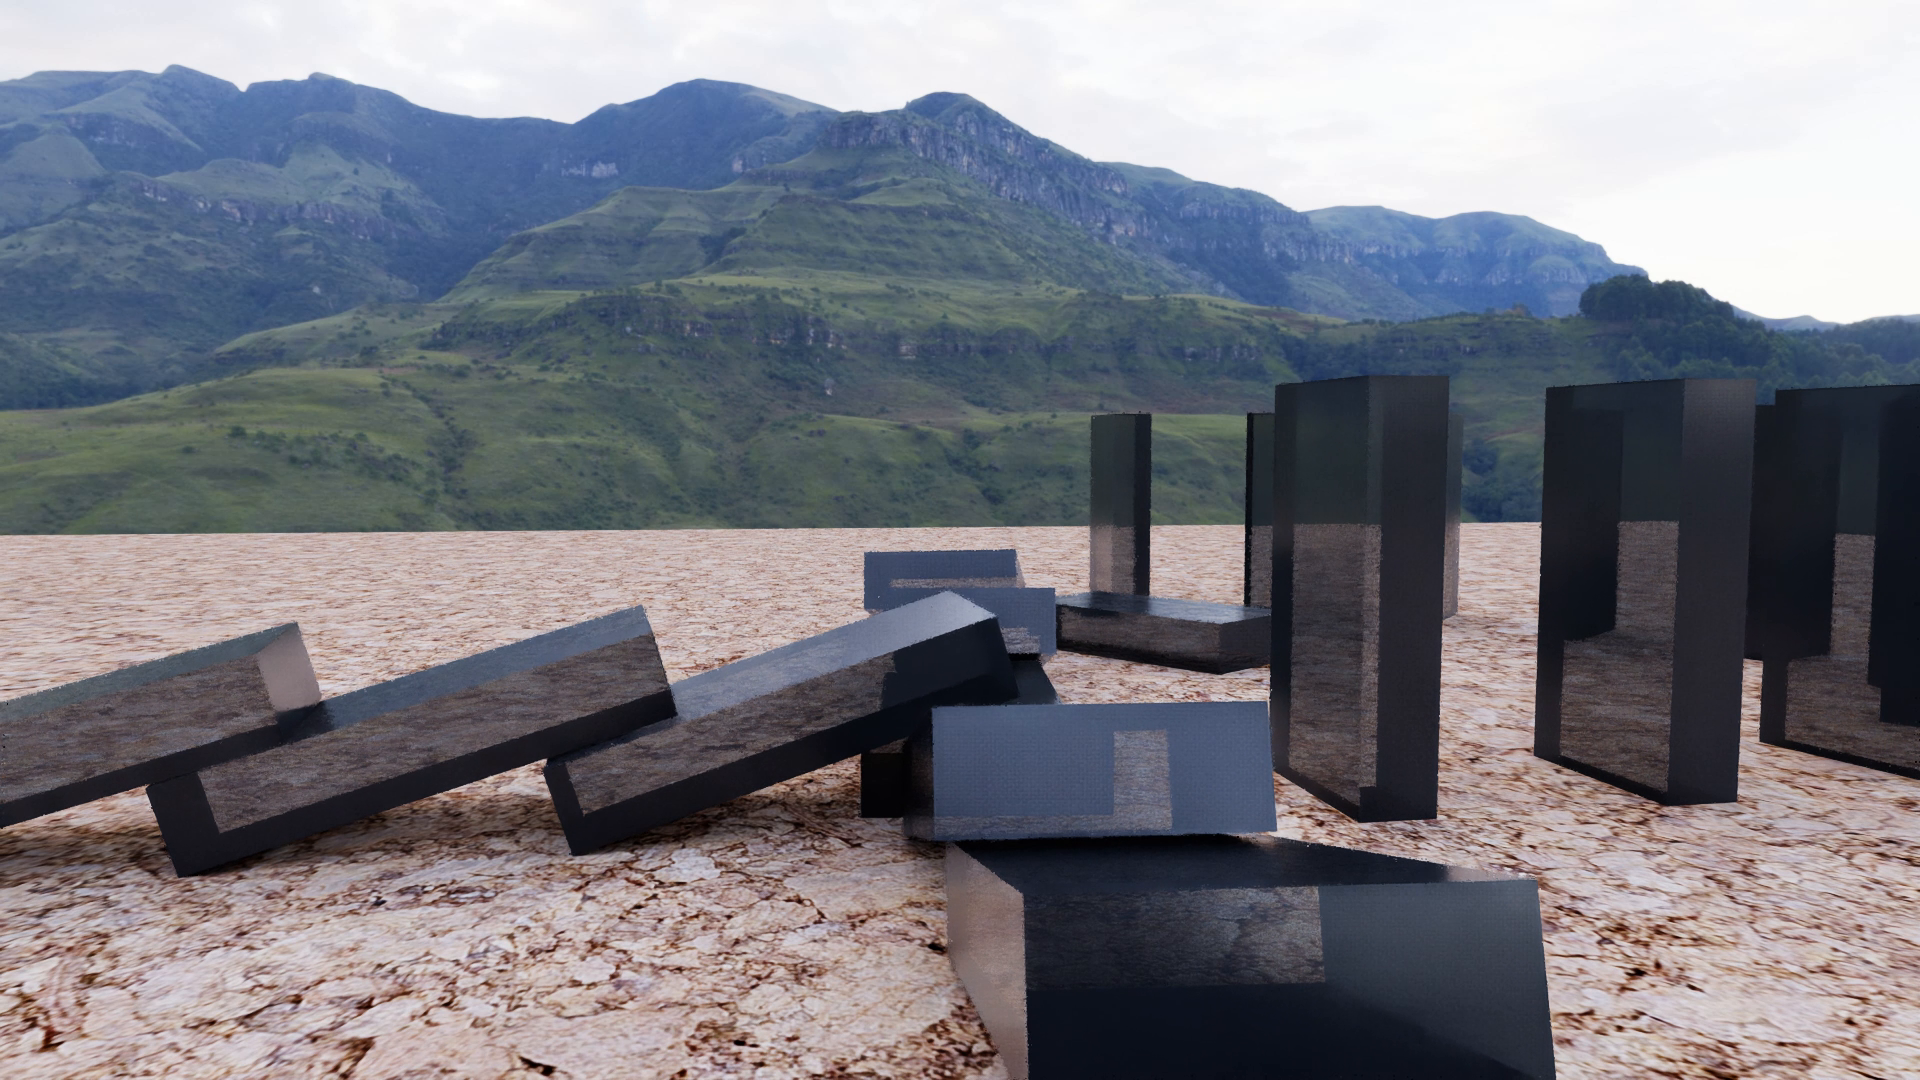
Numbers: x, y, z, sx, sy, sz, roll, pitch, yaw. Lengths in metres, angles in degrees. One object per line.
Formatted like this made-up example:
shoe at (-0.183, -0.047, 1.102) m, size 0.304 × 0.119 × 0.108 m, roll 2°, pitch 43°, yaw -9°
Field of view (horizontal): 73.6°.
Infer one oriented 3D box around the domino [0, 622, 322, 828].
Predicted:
domino at (-0.096, 0.022, 0.132) m, size 0.050 × 0.010 × 0.025 m, roll -17°, pitch 9°, yaw -17°

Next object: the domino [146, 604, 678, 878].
domino at (-0.058, 0.021, 0.143) m, size 0.050 × 0.009 × 0.025 m, roll -17°, pitch 9°, yaw -15°

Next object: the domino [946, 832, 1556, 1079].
domino at (0.013, 0.025, 0.085) m, size 0.025 × 0.009 × 0.050 m, roll 0°, pitch -10°, yaw -5°

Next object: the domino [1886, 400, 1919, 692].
domino at (0.177, 0.001, 0.221) m, size 0.025 × 0.050 × 0.009 m, roll 0°, pitch 4°, yaw 5°

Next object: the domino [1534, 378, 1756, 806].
domino at (0.085, 0.005, 0.162) m, size 0.010 × 0.050 × 0.025 m, roll -1°, pitch 4°, yaw -11°

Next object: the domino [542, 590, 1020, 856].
domino at (-0.021, 0.020, 0.149) m, size 0.050 × 0.010 × 0.025 m, roll -18°, pitch 8°, yaw -11°

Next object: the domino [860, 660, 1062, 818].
domino at (0.000, 0.025, 0.171) m, size 0.025 × 0.010 × 0.050 m, roll 0°, pitch 4°, yaw -2°

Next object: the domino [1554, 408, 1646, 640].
domino at (0.144, -0.004, 0.288) m, size 0.009 × 0.050 × 0.025 m, roll 4°, pitch 6°, yaw 44°

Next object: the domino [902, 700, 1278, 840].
domino at (0.008, 0.022, 0.118) m, size 0.025 × 0.010 × 0.050 m, roll 0°, pitch -12°, yaw -5°

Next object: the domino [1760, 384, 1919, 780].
domino at (0.123, 0.005, 0.171) m, size 0.009 × 0.050 × 0.025 m, roll -1°, pitch 5°, yaw -19°

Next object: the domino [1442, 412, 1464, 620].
domino at (0.114, -0.006, 0.312) m, size 0.009 × 0.050 × 0.025 m, roll 3°, pitch 5°, yaw 34°

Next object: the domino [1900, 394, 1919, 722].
domino at (0.157, 0.003, 0.189) m, size 0.010 × 0.050 × 0.025 m, roll -3°, pitch 5°, yaw -38°

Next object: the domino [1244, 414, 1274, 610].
domino at (0.080, -0.007, 0.329) m, size 0.010 × 0.050 × 0.025 m, roll 1°, pitch 5°, yaw 19°

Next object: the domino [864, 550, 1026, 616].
domino at (-0.001, 0.011, 0.234) m, size 0.025 × 0.009 × 0.050 m, roll -1°, pitch -10°, yaw 5°

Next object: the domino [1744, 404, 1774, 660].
domino at (0.167, -0.002, 0.258) m, size 0.025 × 0.050 × 0.009 m, roll -2°, pitch 5°, yaw -28°

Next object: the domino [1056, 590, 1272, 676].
domino at (0.039, 0.018, 0.263) m, size 0.025 × 0.009 × 0.050 m, roll -4°, pitch 6°, yaw -44°

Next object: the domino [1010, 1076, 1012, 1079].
domino at (0.017, 0.028, 0.046) m, size 0.025 × 0.010 × 0.050 m, roll 0°, pitch -10°, yaw -5°

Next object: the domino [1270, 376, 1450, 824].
domino at (0.047, 0.006, 0.155) m, size 0.010 × 0.050 × 0.025 m, roll -1°, pitch 4°, yaw -10°

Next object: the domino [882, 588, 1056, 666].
domino at (0.001, 0.016, 0.209) m, size 0.025 × 0.009 × 0.050 m, roll 0°, pitch -10°, yaw -1°

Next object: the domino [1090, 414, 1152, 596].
domino at (0.042, -0.008, 0.335) m, size 0.009 × 0.050 × 0.025 m, roll -1°, pitch 4°, yaw -8°
